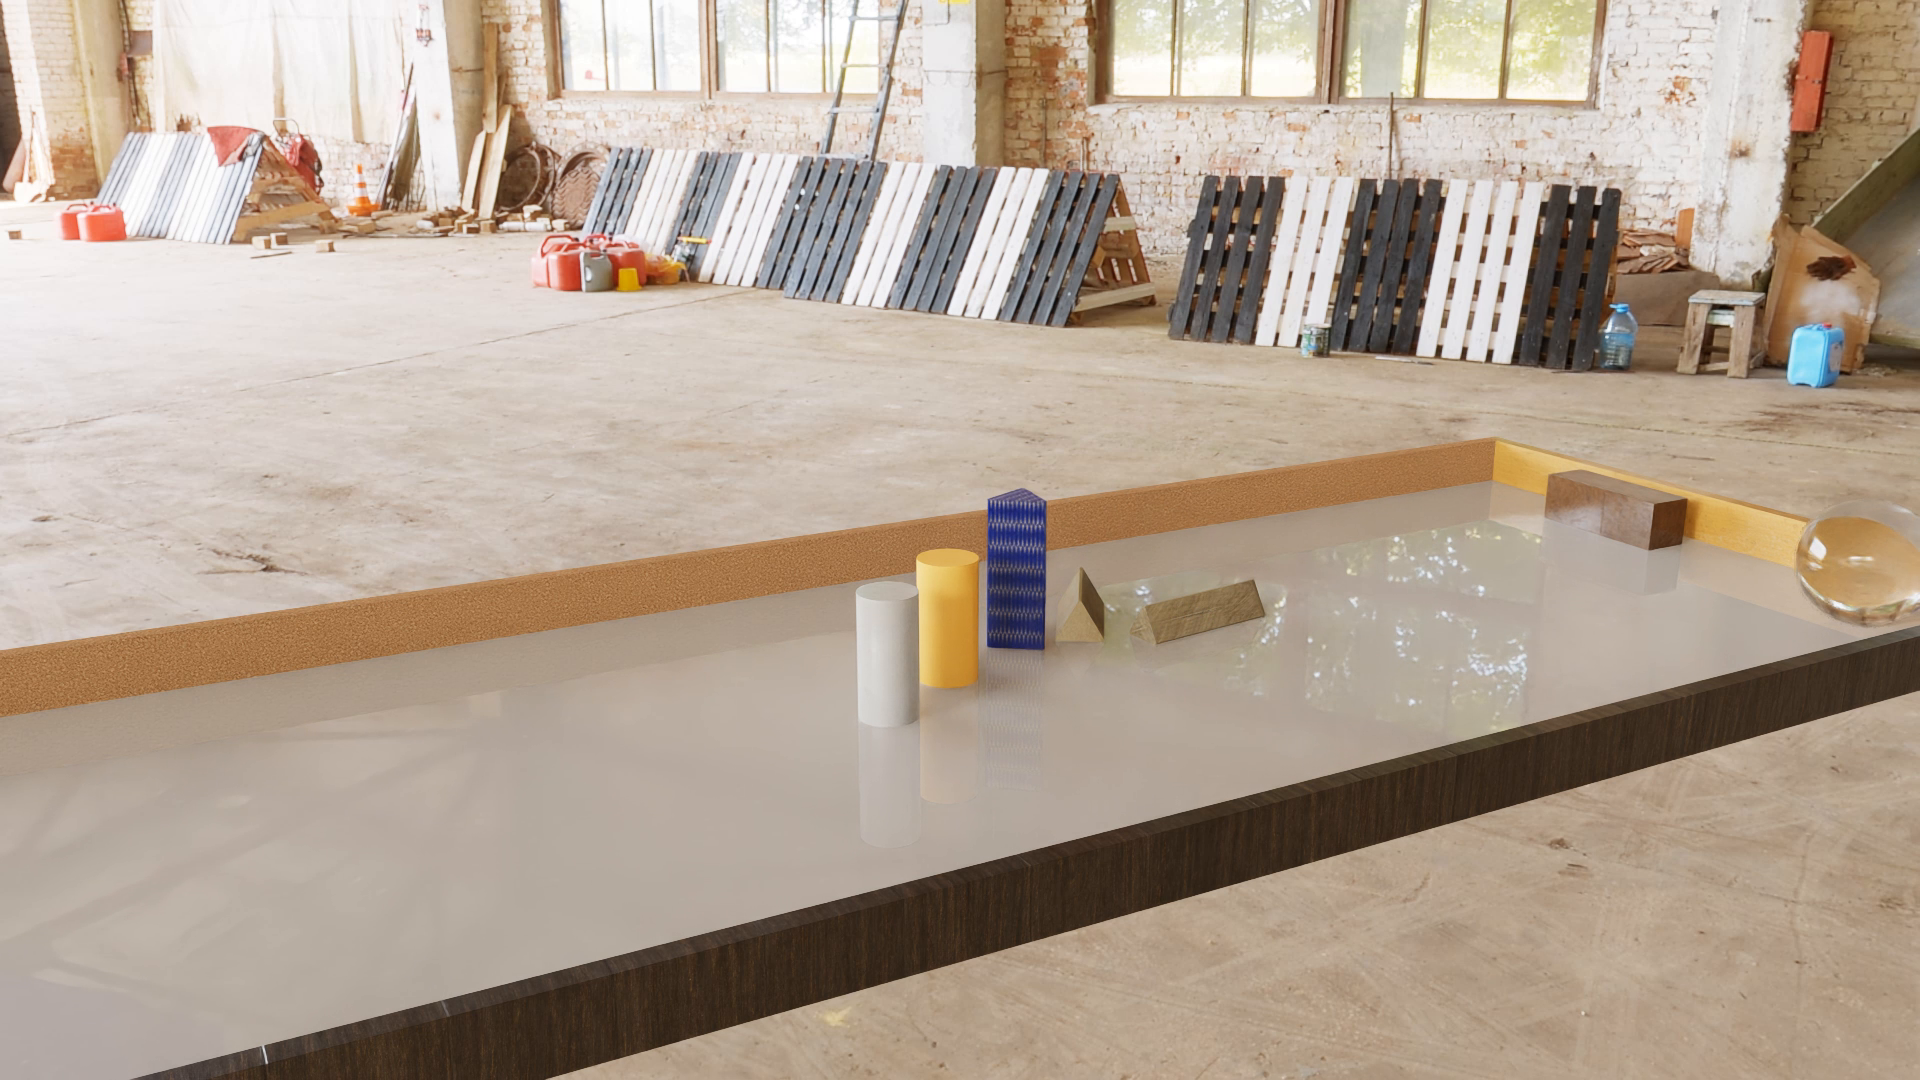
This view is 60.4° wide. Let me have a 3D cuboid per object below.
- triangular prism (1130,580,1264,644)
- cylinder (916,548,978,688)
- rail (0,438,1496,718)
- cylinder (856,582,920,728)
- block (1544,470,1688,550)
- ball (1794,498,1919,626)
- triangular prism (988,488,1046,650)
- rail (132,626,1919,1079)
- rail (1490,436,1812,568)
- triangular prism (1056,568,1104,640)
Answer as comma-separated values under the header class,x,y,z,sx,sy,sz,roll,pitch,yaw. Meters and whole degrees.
class,x,y,z,sx,sy,sz,roll,pitch,yaw
triangular prism,0.659,0.188,4.541,0.406,0.093,0.108,-11,20,-33
cylinder,-0.031,0.195,4.132,0.155,0.316,0.155,0,16,0
rail,-3.305,0.497,3.399,12.000,0.150,0.050,-9,18,-27
cylinder,-0.169,0.269,3.889,0.148,0.311,0.148,0,16,0
block,2.155,-0.104,5.438,0.153,0.153,0.436,-8,18,-26
ball,2.486,0.061,4.522,0.352,0.352,0.352,0,16,0
triangular prism,0.158,0.075,4.381,0.152,0.406,0.131,3,17,9
rail,-2.336,1.006,1.665,12.000,0.150,0.050,-9,18,-27
rail,2.466,-0.048,5.253,0.050,0.150,2.100,-9,18,-27
triangular prism,0.333,0.173,4.558,0.128,0.111,0.306,1,16,5
